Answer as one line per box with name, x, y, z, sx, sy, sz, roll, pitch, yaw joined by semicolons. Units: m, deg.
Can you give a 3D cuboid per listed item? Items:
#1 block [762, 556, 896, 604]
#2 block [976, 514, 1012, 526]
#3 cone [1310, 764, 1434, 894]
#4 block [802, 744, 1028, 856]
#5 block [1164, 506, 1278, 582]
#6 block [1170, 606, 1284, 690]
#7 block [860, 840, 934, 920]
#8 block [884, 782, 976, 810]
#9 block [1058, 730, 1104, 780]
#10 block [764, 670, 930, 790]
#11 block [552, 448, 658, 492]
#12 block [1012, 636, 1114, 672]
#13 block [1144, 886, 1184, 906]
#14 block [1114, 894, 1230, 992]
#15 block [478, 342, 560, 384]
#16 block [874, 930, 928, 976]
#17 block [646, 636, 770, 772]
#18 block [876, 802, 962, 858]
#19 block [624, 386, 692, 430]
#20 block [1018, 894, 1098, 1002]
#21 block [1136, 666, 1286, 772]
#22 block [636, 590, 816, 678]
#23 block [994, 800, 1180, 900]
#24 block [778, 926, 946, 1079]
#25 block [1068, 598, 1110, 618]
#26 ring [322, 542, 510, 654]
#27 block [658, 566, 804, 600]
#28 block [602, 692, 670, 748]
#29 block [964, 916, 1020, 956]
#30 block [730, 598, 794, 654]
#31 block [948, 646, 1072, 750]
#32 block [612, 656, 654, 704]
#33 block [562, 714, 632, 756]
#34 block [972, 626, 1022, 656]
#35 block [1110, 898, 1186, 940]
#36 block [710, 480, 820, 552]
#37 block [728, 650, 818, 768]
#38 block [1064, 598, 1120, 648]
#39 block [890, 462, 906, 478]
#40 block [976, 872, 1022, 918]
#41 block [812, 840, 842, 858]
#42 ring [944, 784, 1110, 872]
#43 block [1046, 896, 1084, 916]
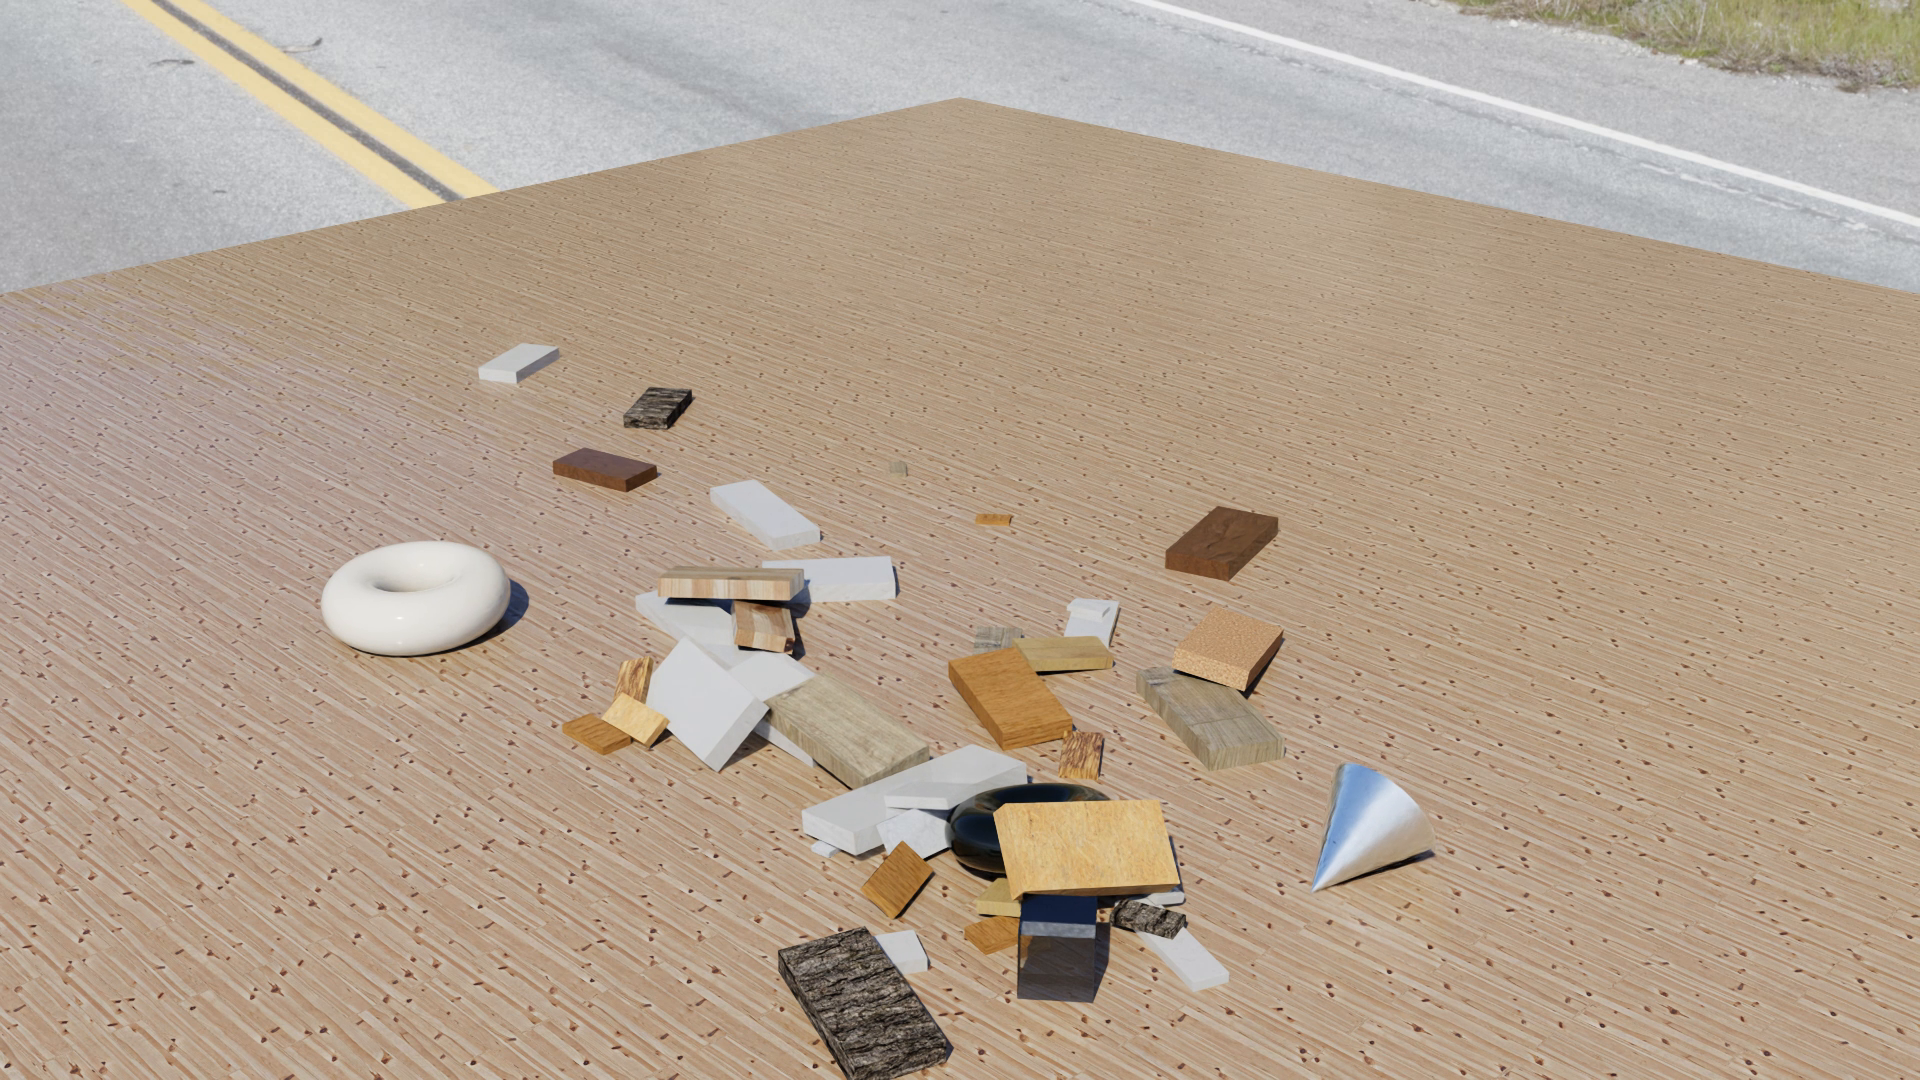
block;-0.328;0.099;5.468;0.322;0.046;0.161;-2;23;-5
block;0.089;-0.055;5.873;0.092;0.013;0.046;3;23;7
cone;0.745;0.596;4.222;0.235;0.235;0.235;-44;42;-22
block;-0.088;0.519;4.437;0.450;0.047;0.167;-17;21;-38
block;0.679;0.007;5.682;0.172;0.049;0.345;12;26;26
block;0.615;0.245;5.029;0.172;0.049;0.345;18;20;17
block;-0.118;0.642;4.159;0.083;0.023;0.166;43;32;2
block;-0.060;0.501;4.312;0.166;0.023;0.083;-4;12;42
block;0.257;0.455;4.658;0.083;0.023;0.166;3;23;6
block;-0.241;0.403;4.612;0.173;0.049;0.346;-25;40;-33
block;-0.998;-0.198;6.178;0.267;0.038;0.134;14;27;30
block;0.236;0.261;5.066;0.211;0.030;0.106;-1;25;-20
block;0.363;0.650;4.161;0.063;0.018;0.126;1;20;-32
block;0.384;0.731;4.011;0.073;0.021;0.290;-10;25;-23
block;-1.412;-0.568;7.050;0.135;0.038;0.269;8;24;18
block;-0.164;0.752;3.954;0.192;0.027;0.096;-6;24;-15
block;-0.560;0.350;4.740;0.173;0.049;0.346;-51;38;-5
block;-0.066;0.567;4.305;0.192;0.096;0.027;-20;-7;-38
block;-0.913;-0.399;6.653;0.134;0.038;0.267;4;23;9
block;0.173;0.721;3.891;0.133;0.133;0.133;2;23;5
block;0.542;0.379;4.805;0.172;0.049;0.397;-7;24;-17
block;-0.543;0.244;5.136;0.135;0.038;0.664;-15;27;-32
block;0.235;0.569;4.055;0.335;0.047;0.167;2;61;-29
block;-0.172;0.798;3.777;0.167;0.047;0.335;-12;31;-23
block;0.308;0.164;5.281;0.092;0.013;0.046;11;25;25
ring;-1.299;0.136;5.257;0.443;0.148;0.443;0;24;0
block;-0.551;0.103;5.303;0.322;0.046;0.161;1;10;8
block;-0.701;0.389;4.750;0.148;0.021;0.074;23;67;38
block;0.089;0.716;4.046;0.146;0.021;0.073;-14;27;-29
block;-0.465;0.197;5.165;0.135;0.038;0.269;11;14;-10
block;0.108;0.347;4.845;0.161;0.046;0.322;-11;30;-19
block;-0.723;0.329;4.843;0.074;0.021;0.148;-12;49;21
block;-0.785;0.419;4.746;0.074;0.021;0.148;-21;31;-40
block;0.085;0.261;5.107;0.106;0.030;0.211;2;23;5
block;0.345;0.696;4.044;0.126;0.018;0.063;11;25;25
block;-0.524;-0.069;5.874;0.134;0.038;0.406;-12;26;-27
block;-0.374;0.363;4.771;0.346;0.049;0.173;26;42;37
block;0.315;0.199;5.253;0.106;0.030;0.211;4;23;10
block;-0.175;-0.199;6.212;0.046;0.013;0.092;-1;23;-3
block;0.116;0.652;4.146;0.096;0.027;0.192;0;18;29
block;-0.246;0.597;4.337;0.045;0.013;0.091;17;28;34
ring;0.140;0.553;4.237;0.343;0.114;0.343;-5;7;1
block;0.205;0.667;4.166;0.063;0.018;0.126;4;23;10
